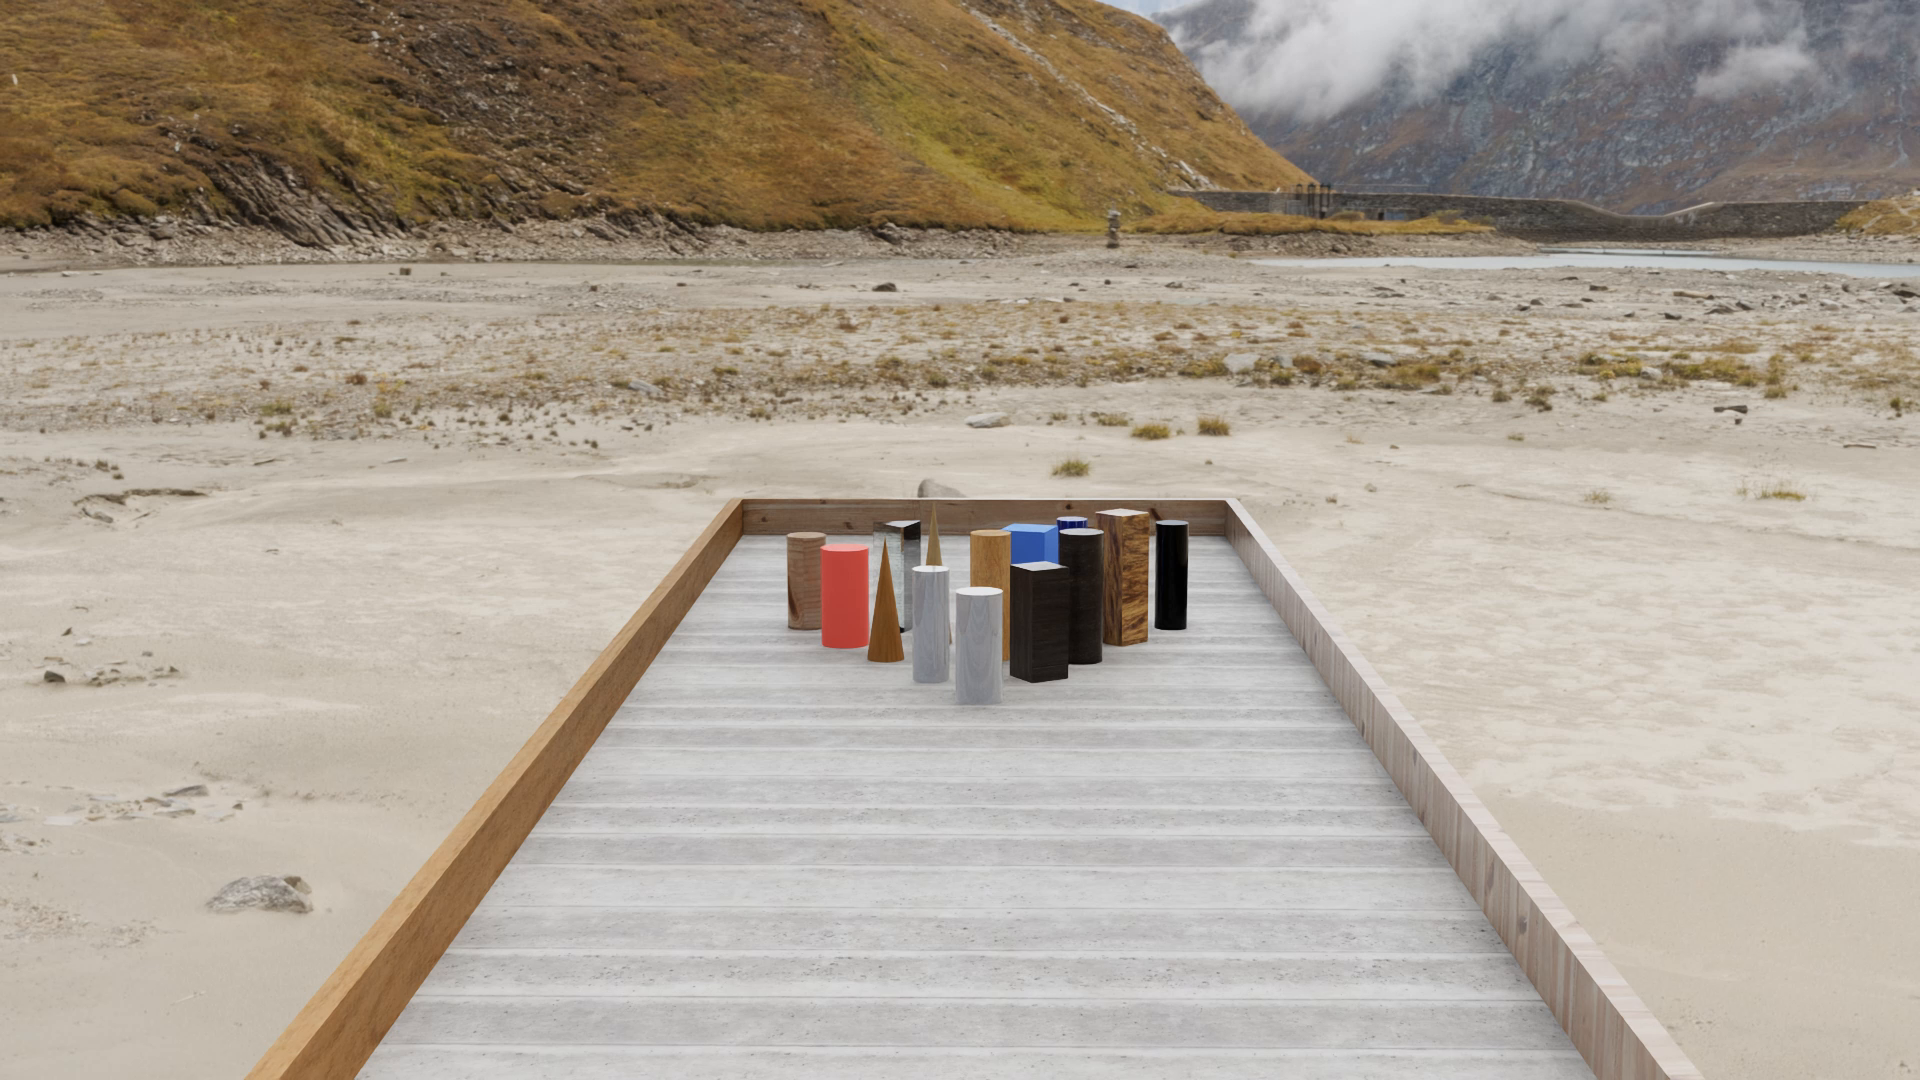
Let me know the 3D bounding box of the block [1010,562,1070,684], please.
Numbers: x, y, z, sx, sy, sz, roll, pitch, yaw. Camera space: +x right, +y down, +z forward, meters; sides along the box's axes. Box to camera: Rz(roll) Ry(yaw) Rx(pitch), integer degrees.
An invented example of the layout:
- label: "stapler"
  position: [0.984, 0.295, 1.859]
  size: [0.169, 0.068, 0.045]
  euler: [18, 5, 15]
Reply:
- label: "block"
  position: [0.232, 0.239, 6.442]
  size: [0.125, 0.331, 0.125]
  euler: [-5, 10, -30]

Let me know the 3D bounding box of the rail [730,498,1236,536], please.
- label: "rail"
  position: [0.099, -0.098, 9.147]
  size: [2.100, 0.150, 0.050]
  euler: [0, 9, 1]

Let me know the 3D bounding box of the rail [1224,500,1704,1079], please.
- label: "rail"
  position: [1.046, 0.843, 3.208]
  size: [0.050, 0.150, 12.000]
  euler: [0, 9, 1]

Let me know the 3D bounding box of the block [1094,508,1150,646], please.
- label: "block"
  position: [0.510, 0.117, 6.948]
  size: [0.122, 0.413, 0.122]
  euler: [-8, 12, -43]

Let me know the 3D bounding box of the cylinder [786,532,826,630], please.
- label: "cylinder"
  position: [-0.501, 0.134, 7.193]
  size: [0.129, 0.304, 0.129]
  euler: [0, 9, 0]

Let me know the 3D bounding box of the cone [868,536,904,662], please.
- label: "cone"
  position: [-0.227, 0.174, 6.693]
  size: [0.114, 0.381, 0.114]
  euler: [0, 9, 0]

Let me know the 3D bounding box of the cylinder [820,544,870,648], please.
- label: "cylinder"
  position: [-0.362, 0.175, 6.920]
  size: [0.150, 0.307, 0.150]
  euler: [0, 9, 0]

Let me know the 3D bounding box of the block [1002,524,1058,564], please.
- label: "block"
  position: [0.216, 0.145, 6.916]
  size: [0.147, 0.370, 0.147]
  euler: [3, 10, 19]

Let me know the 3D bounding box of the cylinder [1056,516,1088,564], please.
- label: "cylinder"
  position: [0.367, 0.105, 7.218]
  size: [0.101, 0.353, 0.101]
  euler: [0, 9, 0]

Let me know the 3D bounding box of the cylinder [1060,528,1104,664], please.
- label: "cylinder"
  position: [0.367, 0.170, 6.669]
  size: [0.134, 0.396, 0.134]
  euler: [0, 9, 0]

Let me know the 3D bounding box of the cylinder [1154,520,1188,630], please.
- label: "cylinder"
  position: [0.690, 0.115, 7.179]
  size: [0.108, 0.346, 0.108]
  euler: [0, 9, 0]

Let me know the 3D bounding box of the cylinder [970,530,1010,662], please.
- label: "cylinder"
  position: [0.093, 0.170, 6.700]
  size: [0.124, 0.388, 0.124]
  euler: [0, 9, 0]

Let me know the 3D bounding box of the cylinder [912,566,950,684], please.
- label: "cylinder"
  position: [-0.085, 0.245, 6.415]
  size: [0.108, 0.328, 0.108]
  euler: [0, 9, 0]

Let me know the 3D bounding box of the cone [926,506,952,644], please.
- label: "cone"
  position: [-0.082, 0.098, 6.922]
  size: [0.116, 0.460, 0.116]
  euler: [0, 9, 0]

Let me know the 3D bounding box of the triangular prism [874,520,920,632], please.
- label: "triangular prism"
  position: [-0.182, 0.114, 7.184]
  size: [0.133, 0.346, 0.154]
  euler: [-7, 12, -39]

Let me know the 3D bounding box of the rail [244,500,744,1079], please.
- label: "rail"
  position: [-1.004, 0.839, 3.234]
  size: [0.050, 0.150, 12.000]
  euler: [0, 9, 1]

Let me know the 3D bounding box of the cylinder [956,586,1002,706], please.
- label: "cylinder"
  position: [0.053, 0.296, 6.151]
  size: [0.132, 0.311, 0.132]
  euler: [0, 9, 0]
